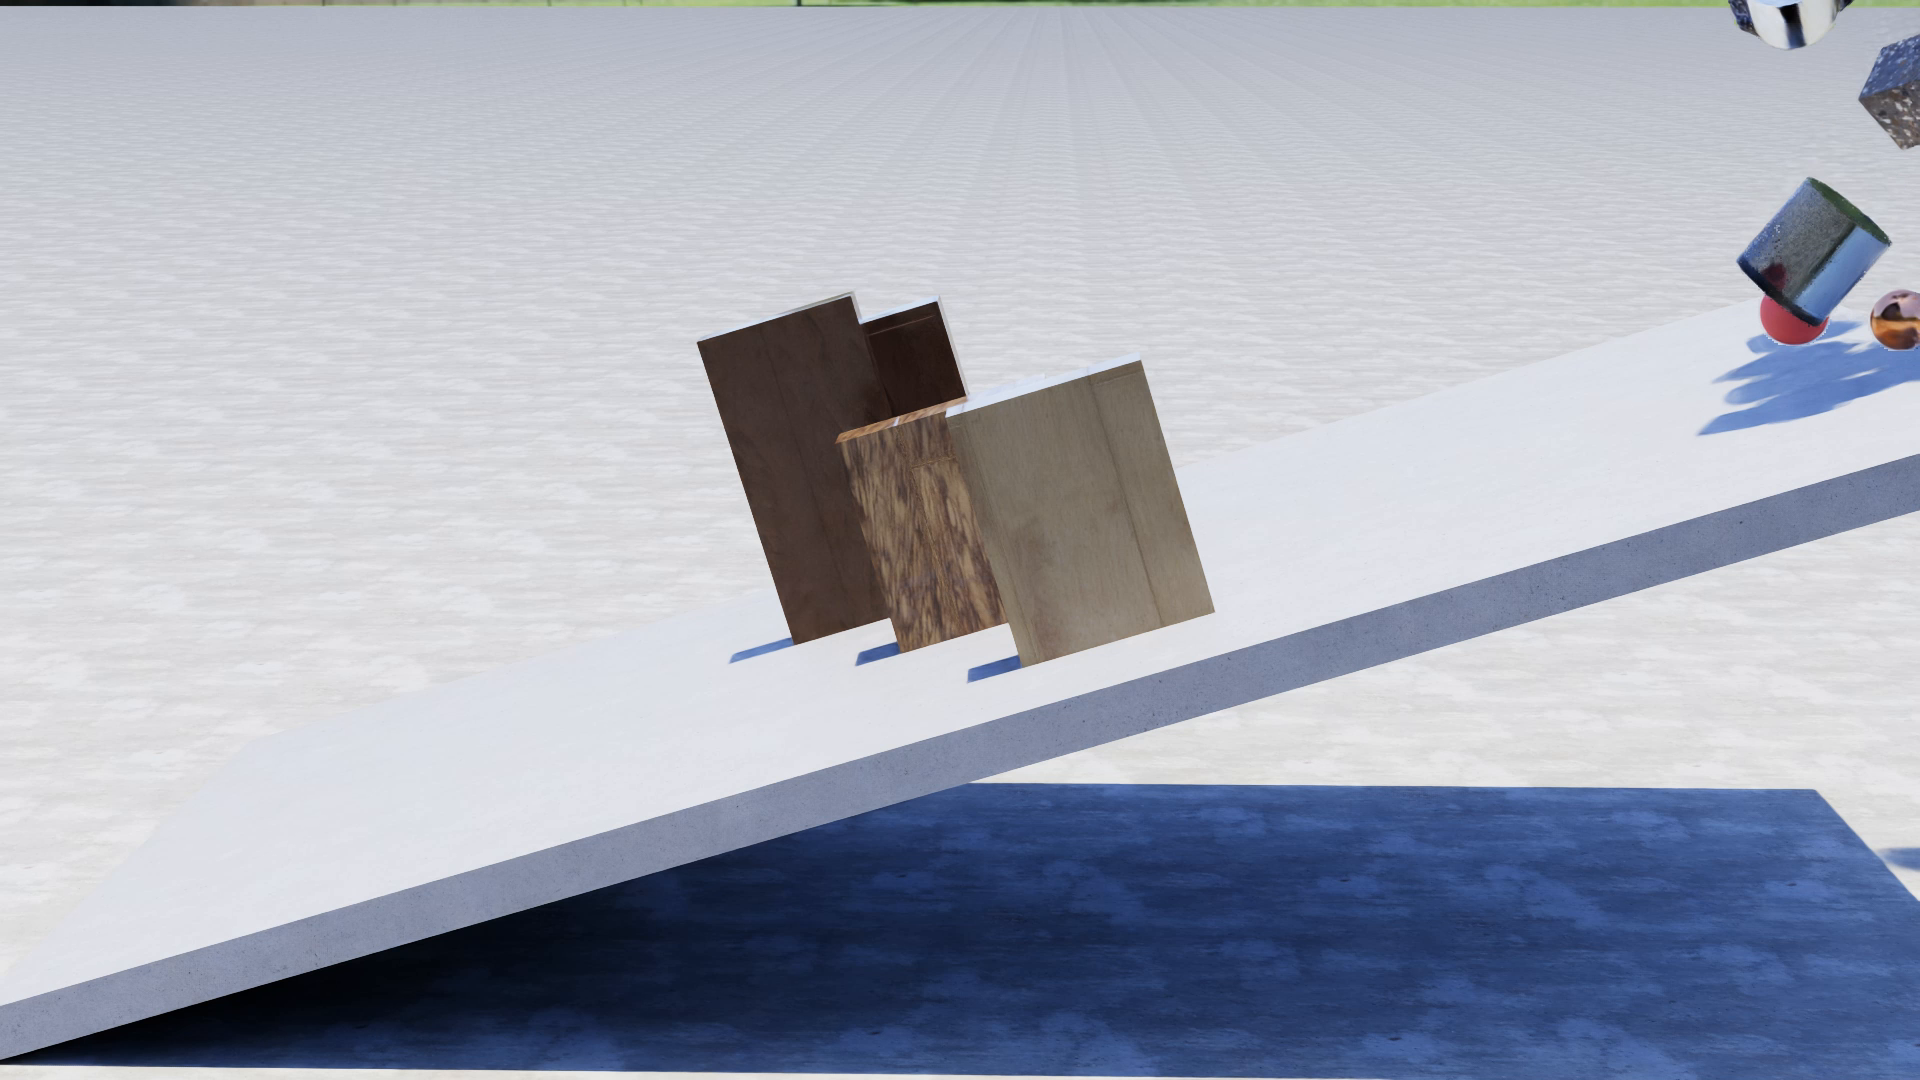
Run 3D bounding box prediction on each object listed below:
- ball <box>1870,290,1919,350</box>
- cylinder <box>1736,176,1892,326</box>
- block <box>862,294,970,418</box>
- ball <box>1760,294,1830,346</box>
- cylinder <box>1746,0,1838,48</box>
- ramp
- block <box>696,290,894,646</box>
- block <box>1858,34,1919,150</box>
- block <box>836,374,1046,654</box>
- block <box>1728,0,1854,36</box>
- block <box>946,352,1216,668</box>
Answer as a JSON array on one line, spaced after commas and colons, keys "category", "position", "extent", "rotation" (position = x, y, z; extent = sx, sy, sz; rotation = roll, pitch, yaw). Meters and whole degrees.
[{"category": "ball", "position": [1.899, -0.444, 5.931], "extent": [0.123, 0.123, 0.123], "rotation": [0, 11, 0]}, {"category": "cylinder", "position": [1.685, -0.569, 5.804], "extent": [0.210, 0.210, 0.210], "rotation": [31, 24, -15]}, {"category": "block", "position": [-0.151, -0.236, 7.008], "extent": [0.392, 0.597, 0.141], "rotation": [-16, 10, 5]}, {"category": "ball", "position": [1.777, -0.487, 6.259], "extent": [0.144, 0.144, 0.144], "rotation": [0, 11, 0]}, {"category": "cylinder", "position": [1.594, -1.055, 5.656], "extent": [0.160, 0.160, 0.160], "rotation": [5, -19, 26]}, {"category": "ramp", "position": [0.094, 0.185, 6.316], "extent": [4.000, 0.100, 2.000], "rotation": [-16, 10, 5]}, {"category": "block", "position": [-0.301, -0.158, 6.511], "extent": [0.353, 0.708, 0.103], "rotation": [-16, 10, 5]}, {"category": "block", "position": [1.966, -0.922, 6.006], "extent": [0.154, 0.154, 0.154], "rotation": [-16, 38, 56]}, {"category": "block", "position": [0.027, -0.056, 6.119], "extent": [0.449, 0.461, 0.133], "rotation": [-16, 10, 5]}, {"category": "block", "position": [1.717, -1.164, 6.132], "extent": [0.174, 0.174, 0.174], "rotation": [9, -34, -38]}, {"category": "block", "position": [0.232, -0.058, 5.652], "extent": [0.385, 0.508, 0.122], "rotation": [-16, 10, 5]}]
